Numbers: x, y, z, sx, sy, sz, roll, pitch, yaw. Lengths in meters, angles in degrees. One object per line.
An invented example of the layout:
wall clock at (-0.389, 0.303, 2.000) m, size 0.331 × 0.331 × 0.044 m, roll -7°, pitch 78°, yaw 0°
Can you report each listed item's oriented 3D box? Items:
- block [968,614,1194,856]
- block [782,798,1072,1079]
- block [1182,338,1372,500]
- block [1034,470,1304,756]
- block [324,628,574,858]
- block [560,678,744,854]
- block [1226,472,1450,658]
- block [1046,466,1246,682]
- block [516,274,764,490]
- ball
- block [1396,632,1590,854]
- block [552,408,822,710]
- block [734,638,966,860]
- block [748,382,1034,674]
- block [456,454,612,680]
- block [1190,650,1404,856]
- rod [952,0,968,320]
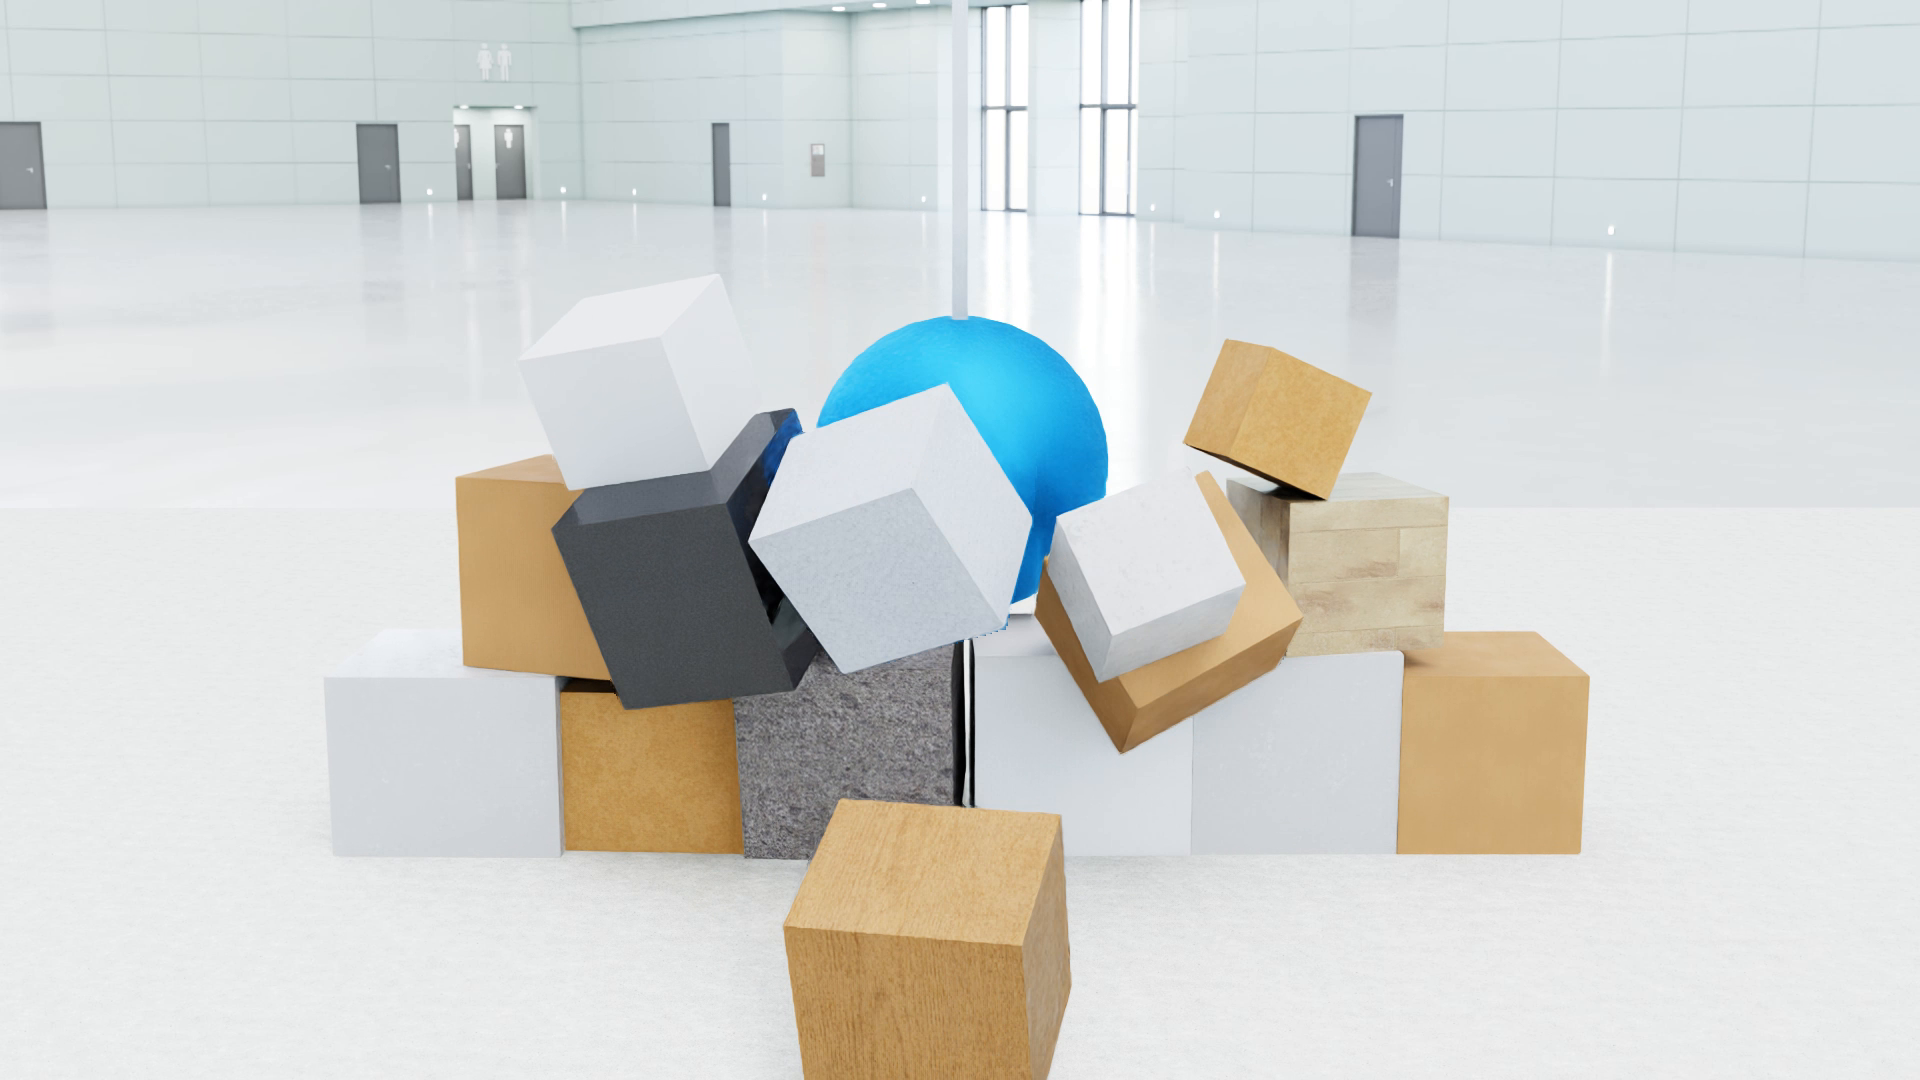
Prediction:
block at (0.597, 0.980, 11.317) m, size 1.073 × 1.024 × 0.985 m, roll 0°, pitch 10°, yaw -2°
block at (-0.093, 1.550, 8.175) m, size 0.860 × 0.820 × 0.773 m, roll 2°, pitch 29°, yaw 13°
block at (1.552, -0.596, 10.791) m, size 0.595 × 0.562 × 0.504 m, roll 22°, pitch 2°, yaw -22°
block at (0.961, 0.353, 10.383) m, size 0.885 × 0.823 × 0.821 m, roll -28°, pitch -17°, yaw -11°
block at (-2.534, 1.027, 11.357) m, size 1.135 × 0.917 × 1.082 m, roll 0°, pitch 10°, yaw 1°
block at (-1.491, 1.082, 11.334) m, size 0.915 × 0.816 × 0.862 m, roll 1°, pitch 10°, yaw 4°
block at (1.890, 0.107, 11.160) m, size 0.839 × 0.762 × 0.841 m, roll -3°, pitch 11°, yaw -14°
block at (0.803, 0.159, 9.652) m, size 0.622 × 0.583 × 0.651 m, roll -21°, pitch -19°, yaw -9°
block at (-1.479, -0.741, 10.303) m, size 0.750 × 0.674 × 0.721 m, roll -7°, pitch 27°, yaw 22°
ball at (0.000, -0.402, 11.799) m, size 1.600 × 1.600 × 1.600 m, roll 0°, pitch 10°, yaw 0°
block at (2.630, 1.027, 11.366) m, size 0.917 × 0.912 × 1.009 m, roll 0°, pitch 10°, yaw 0°
block at (-1.178, 0.086, 10.366) m, size 0.885 × 0.979 × 0.968 m, roll -8°, pitch 26°, yaw 20°
block at (-0.527, 0.898, 11.028) m, size 1.045 × 1.088 × 0.905 m, roll 1°, pitch 25°, yaw 4°
block at (-0.292, -0.046, 9.847) m, size 0.843 × 0.820 × 0.761 m, roll -18°, pitch 33°, yaw 26°
block at (-1.921, 0.115, 11.127) m, size 0.872 × 0.957 × 0.857 m, roll 4°, pitch 11°, yaw 20°
block at (1.652, 0.974, 11.366) m, size 1.027 × 1.017 × 1.037 m, roll 0°, pitch 10°, yaw -1°
rod at (0.000, -3.656, 10.815) m, size 0.080 × 5.200 × 0.080 m, roll 0°, pitch 17°, yaw 0°
